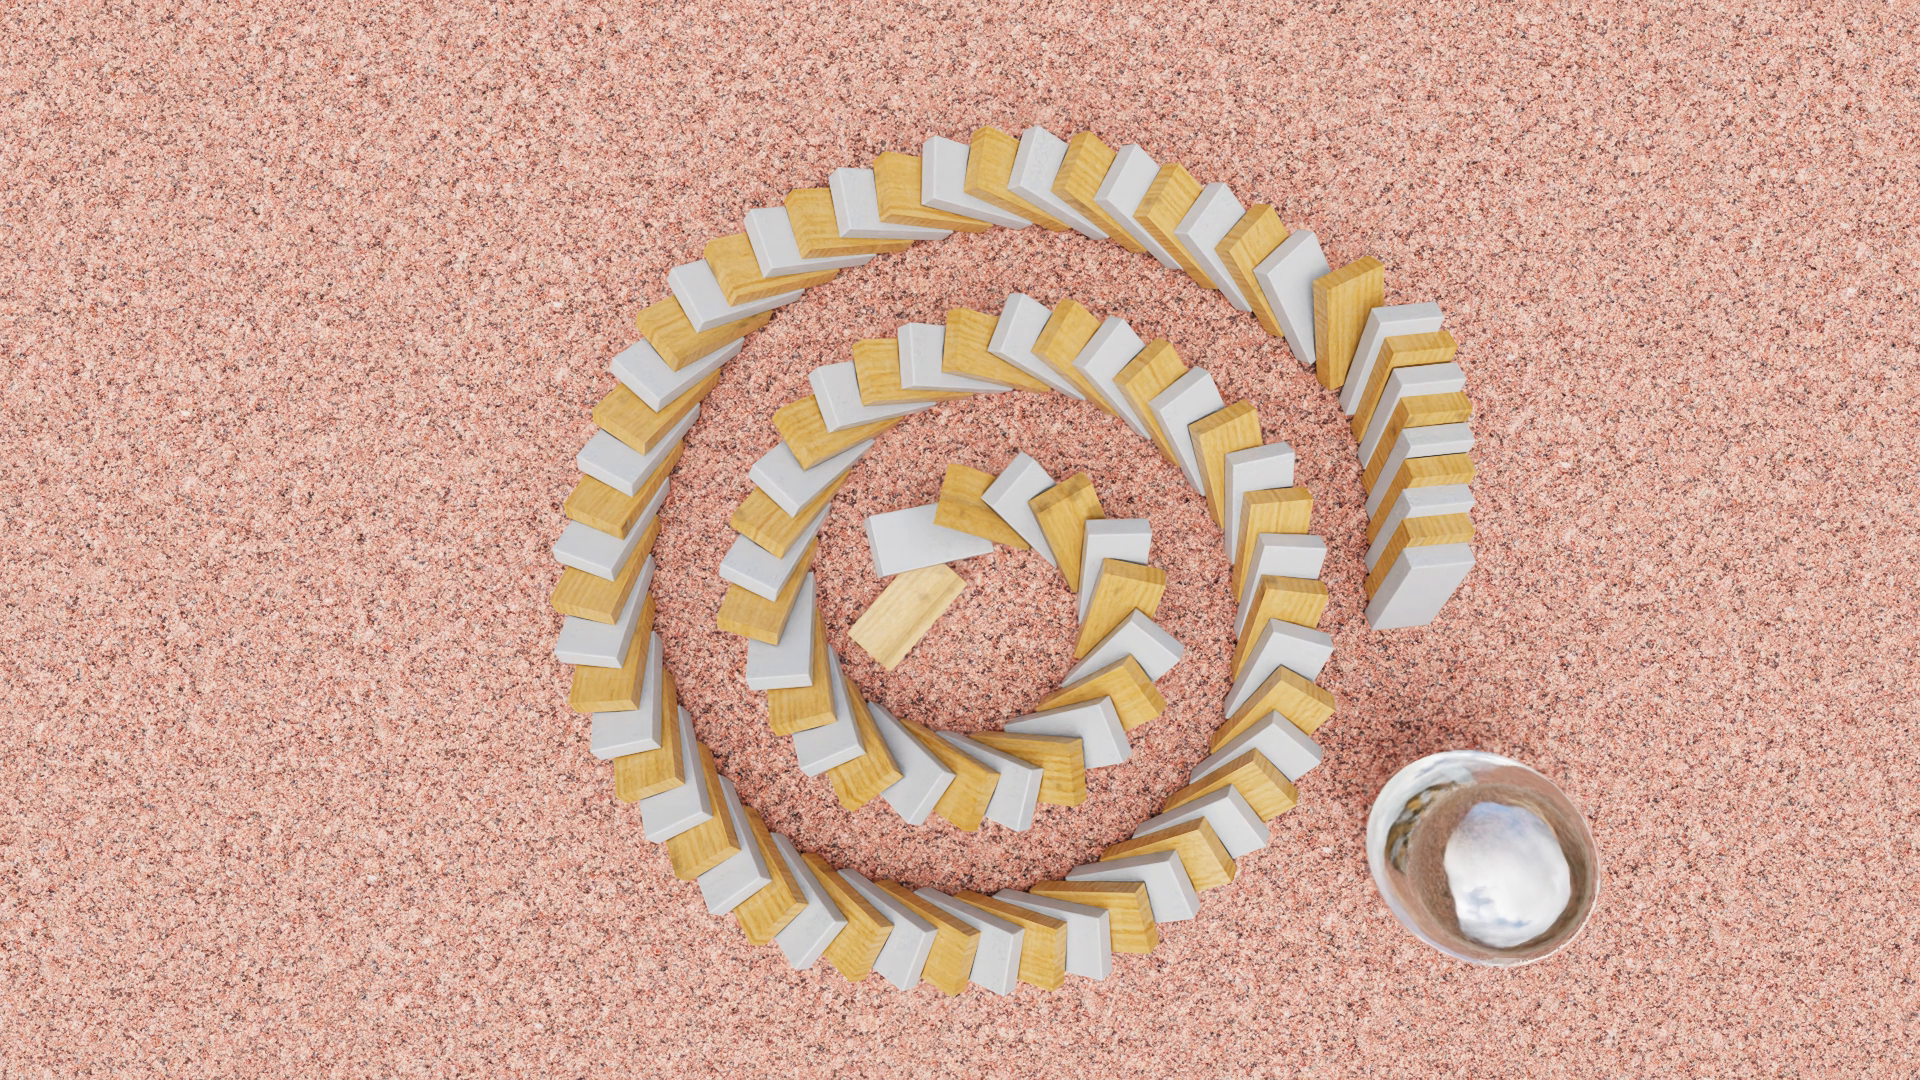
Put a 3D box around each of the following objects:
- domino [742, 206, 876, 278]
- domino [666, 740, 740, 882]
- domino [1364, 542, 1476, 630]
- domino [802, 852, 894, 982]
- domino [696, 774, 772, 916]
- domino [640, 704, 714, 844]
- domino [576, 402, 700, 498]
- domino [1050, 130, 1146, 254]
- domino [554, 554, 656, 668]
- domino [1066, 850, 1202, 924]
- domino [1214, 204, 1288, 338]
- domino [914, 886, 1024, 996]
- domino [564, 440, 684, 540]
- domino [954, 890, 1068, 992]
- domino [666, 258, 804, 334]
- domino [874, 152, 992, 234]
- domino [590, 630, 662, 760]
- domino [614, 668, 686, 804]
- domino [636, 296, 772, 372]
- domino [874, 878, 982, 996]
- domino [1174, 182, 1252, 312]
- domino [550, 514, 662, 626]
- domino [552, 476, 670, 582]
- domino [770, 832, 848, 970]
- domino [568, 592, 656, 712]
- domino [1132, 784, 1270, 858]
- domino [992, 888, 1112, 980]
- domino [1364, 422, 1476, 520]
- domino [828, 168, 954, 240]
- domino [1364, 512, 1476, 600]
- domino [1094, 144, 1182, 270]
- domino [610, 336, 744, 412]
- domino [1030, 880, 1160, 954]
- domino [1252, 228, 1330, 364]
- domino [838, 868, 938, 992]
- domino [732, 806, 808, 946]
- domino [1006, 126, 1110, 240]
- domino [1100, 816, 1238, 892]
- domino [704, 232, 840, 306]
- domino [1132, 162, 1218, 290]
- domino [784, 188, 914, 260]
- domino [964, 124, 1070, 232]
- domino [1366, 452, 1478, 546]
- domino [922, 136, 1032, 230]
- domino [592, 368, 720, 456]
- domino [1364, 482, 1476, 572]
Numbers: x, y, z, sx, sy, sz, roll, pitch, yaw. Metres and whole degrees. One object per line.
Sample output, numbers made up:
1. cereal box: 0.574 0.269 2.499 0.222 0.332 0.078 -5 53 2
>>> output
1. domino: -0.062 -0.126 0.382 0.050 0.009 0.025 -20 90 -34
2. domino: -0.111 0.112 0.382 0.025 0.009 0.050 -30 56 0
3. domino: 0.188 0.020 0.377 0.025 0.050 0.010 -6 56 0
4. domino: -0.053 0.156 0.382 0.050 0.010 0.025 29 90 34
5. domino: -0.100 0.126 0.382 0.025 0.009 0.050 -36 56 1
6. domino: -0.121 0.097 0.382 0.025 0.010 0.050 -25 56 0
7. domino: -0.133 -0.044 0.382 0.025 0.010 0.050 28 56 0
8. domino: 0.063 -0.144 0.382 0.050 0.010 0.025 23 90 -34
9. domino: -0.147 0.028 0.382 0.025 0.009 0.050 6 56 0
10. domino: 0.072 0.146 0.382 0.050 0.010 0.025 -24 90 34
11. domino: 0.129 -0.112 0.382 0.025 0.009 0.050 -47 123 0
12. domino: 0.001 0.166 0.382 0.050 0.010 0.025 9 91 34
13. domino: -0.139 -0.026 0.382 0.025 0.009 0.050 22 56 0
14. domino: 0.020 0.166 0.382 0.050 0.010 0.025 4 91 34
15. domino: -0.093 -0.106 0.382 0.050 0.010 0.025 -30 90 -34
16. domino: -0.011 -0.144 0.382 0.050 0.009 0.025 -6 90 -33
17. domino: -0.138 0.064 0.382 0.025 0.009 0.050 -12 55 0
18. domino: -0.131 0.081 0.382 0.025 0.010 0.050 -18 56 0
19. domino: -0.106 -0.093 0.382 0.025 0.010 0.050 50 56 0
20. domino: -0.017 0.165 0.382 0.050 0.009 0.025 16 90 34
21. domino: 0.113 -0.121 0.382 0.050 0.009 0.025 36 90 -33
22. domino: -0.147 0.009 0.382 0.025 0.009 0.050 13 56 0
23. domino: -0.144 -0.009 0.382 0.025 0.010 0.050 20 56 0
24. domino: -0.071 0.149 0.382 0.025 0.010 0.050 -50 55 1
25. domino: -0.144 0.046 0.382 0.025 0.009 0.050 -3 55 0
26. domino: 0.100 0.123 0.382 0.050 0.010 0.025 -38 90 34
27. domino: 0.038 0.163 0.382 0.050 0.009 0.025 -3 91 35
28. domino: 0.188 -0.027 0.377 0.025 0.050 0.010 -6 55 0
29. domino: -0.028 -0.140 0.382 0.050 0.010 0.025 -11 90 -33
30. domino: 0.188 0.008 0.377 0.025 0.050 0.009 -6 56 0
31. domino: 0.080 -0.138 0.382 0.050 0.009 0.025 29 90 -34
32. domino: -0.117 -0.077 0.382 0.025 0.009 0.050 42 55 0
33. domino: 0.055 0.156 0.382 0.050 0.009 0.025 -14 90 35
34. domino: 0.144 -0.101 0.382 0.025 0.010 0.050 -42 124 0
35. domino: -0.035 0.161 0.382 0.050 0.009 0.025 21 90 34
36. domino: -0.086 0.139 0.382 0.025 0.009 0.050 -43 56 1
37. domino: 0.045 -0.148 0.382 0.050 0.010 0.025 17 89 -34
38. domino: 0.086 0.135 0.382 0.050 0.009 0.025 -32 90 34
39. domino: -0.078 -0.116 0.382 0.050 0.010 0.025 -26 90 -34
40. domino: 0.097 -0.130 0.382 0.050 0.010 0.025 31 90 -34
41. domino: -0.046 -0.133 0.382 0.050 0.010 0.025 -17 90 -34
42. domino: 0.026 -0.150 0.382 0.050 0.010 0.025 10 90 -34
43. domino: 0.188 -0.015 0.377 0.025 0.050 0.009 -6 56 0
44. domino: 0.008 -0.148 0.382 0.050 0.010 0.025 1 90 -34
45. domino: -0.126 -0.061 0.382 0.025 0.009 0.050 34 56 0
46. domino: 0.188 -0.003 0.377 0.025 0.050 0.009 -6 56 0
